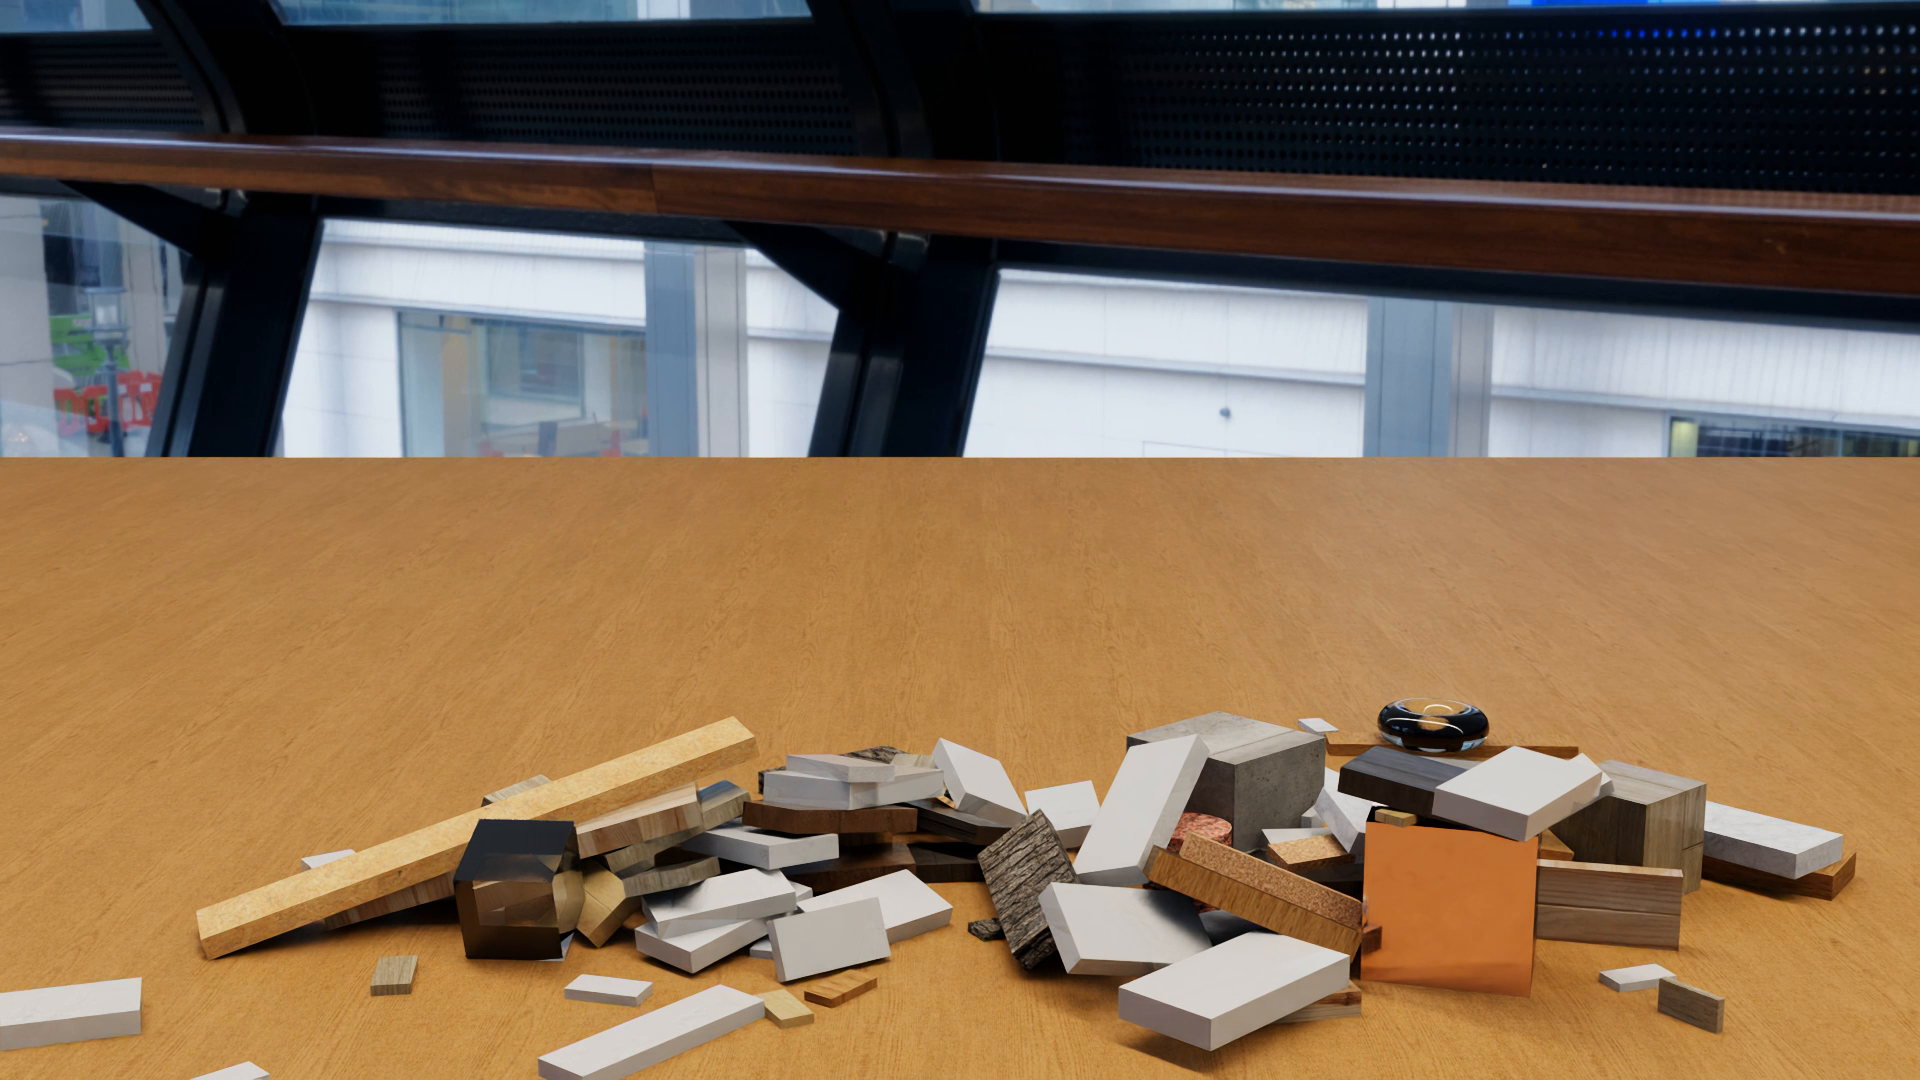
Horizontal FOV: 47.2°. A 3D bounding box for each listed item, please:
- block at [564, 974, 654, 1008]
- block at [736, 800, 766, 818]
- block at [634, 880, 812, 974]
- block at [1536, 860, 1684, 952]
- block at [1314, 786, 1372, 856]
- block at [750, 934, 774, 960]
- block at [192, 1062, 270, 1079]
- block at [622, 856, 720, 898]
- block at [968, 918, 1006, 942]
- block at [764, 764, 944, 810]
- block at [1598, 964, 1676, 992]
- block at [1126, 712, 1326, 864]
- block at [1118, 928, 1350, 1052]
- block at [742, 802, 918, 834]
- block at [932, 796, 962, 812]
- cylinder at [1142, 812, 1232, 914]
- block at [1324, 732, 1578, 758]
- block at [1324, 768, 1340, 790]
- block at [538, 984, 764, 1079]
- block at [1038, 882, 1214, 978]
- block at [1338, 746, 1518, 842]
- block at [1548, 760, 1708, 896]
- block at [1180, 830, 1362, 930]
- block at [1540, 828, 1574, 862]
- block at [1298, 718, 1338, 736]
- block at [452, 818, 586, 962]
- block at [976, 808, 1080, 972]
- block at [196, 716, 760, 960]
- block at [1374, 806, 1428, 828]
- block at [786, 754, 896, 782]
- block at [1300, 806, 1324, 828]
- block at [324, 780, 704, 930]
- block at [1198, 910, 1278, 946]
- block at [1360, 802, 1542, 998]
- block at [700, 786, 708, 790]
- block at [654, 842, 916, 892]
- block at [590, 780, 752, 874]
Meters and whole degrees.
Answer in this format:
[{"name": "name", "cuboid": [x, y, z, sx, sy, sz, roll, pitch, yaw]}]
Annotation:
[{"name": "block", "cuboid": [-0.516, 0.663, 3.234, 0.115, 0.016, 0.058, 3, 11, 16]}, {"name": "block", "cuboid": [-0.363, 0.491, 3.941, 0.117, 0.033, 0.234, -6, -2, -11]}, {"name": "block", "cuboid": [-0.365, 0.590, 3.423, 0.128, 0.036, 0.257, 12, 23, 40]}, {"name": "block", "cuboid": [0.996, 0.570, 3.446, 0.254, 0.121, 0.034, 3, 11, 14]}, {"name": "block", "cuboid": [0.737, 0.484, 3.608, 0.286, 0.041, 0.143, 14, 19, -21]}, {"name": "block", "cuboid": [-0.277, 0.623, 3.453, 0.051, 0.015, 0.162, 3, 11, 15]}, {"name": "block", "cuboid": [-0.980, 0.723, 2.910, 0.115, 0.016, 0.058, -10, 15, -44]}, {"name": "block", "cuboid": [-0.451, 0.527, 3.451, 0.101, 0.029, 0.202, -12, -5, 7]}, {"name": "block", "cuboid": [0.071, 0.615, 3.495, 0.105, 0.015, 0.053, -6, 12, -27]}, {"name": "block", "cuboid": [-0.176, 0.416, 3.737, 0.162, 0.046, 0.340, 3, -1, 26]}, {"name": "block", "cuboid": [1.012, 0.654, 3.284, 0.101, 0.014, 0.050, -4, 11, -19]}, {"name": "block", "cuboid": [0.452, 0.452, 3.760, 0.239, 0.239, 0.239, -10, 14, -42]}, {"name": "block", "cuboid": [0.391, 0.632, 3.112, 0.162, 0.046, 0.323, 10, 15, 43]}, {"name": "block", "cuboid": [-0.213, 0.456, 3.623, 0.265, 0.038, 0.133, 6, -3, -44]}, {"name": "block", "cuboid": [-0.007, 0.498, 3.918, 0.103, 0.051, 0.015, 30, 35, 19]}, {"name": "cylinder", "cuboid": [0.370, 0.534, 3.582, 0.142, 0.142, 0.142, 0, 11, 0]}, {"name": "block", "cuboid": [1.005, 0.421, 4.511, 0.501, 0.025, 0.089, 0, 11, 2]}, {"name": "block", "cuboid": [0.690, 0.467, 4.260, 0.092, 0.026, 0.298, -5, 12, -26]}, {"name": "block", "cuboid": [-0.424, 0.690, 3.057, 0.092, 0.026, 0.339, 9, 14, 39]}, {"name": "block", "cuboid": [0.252, 0.579, 3.252, 0.266, 0.038, 0.133, 10, 41, -34]}, {"name": "block", "cuboid": [0.723, 0.376, 3.283, 0.280, 0.040, 0.140, 13, 16, 31]}, {"name": "block", "cuboid": [1.114, 0.493, 3.685, 0.184, 0.184, 0.184, -9, 14, -40]}, {"name": "block", "cuboid": [0.479, 0.523, 3.395, 0.280, 0.040, 0.140, 22, -4, 5]}, {"name": "block", "cuboid": [0.846, 0.477, 3.618, 0.311, 0.041, 0.143, 11, 20, -28]}, {"name": "block", "cuboid": [0.760, 0.398, 4.663, 0.050, 0.014, 0.100, -3, 11, -14]}, {"name": "block", "cuboid": [-0.679, 0.541, 3.403, 0.152, 0.152, 0.152, 1, 30, 5]}, {"name": "block", "cuboid": [0.117, 0.549, 3.503, 0.134, 0.038, 0.447, -37, 12, 1]}, {"name": "block", "cuboid": [-0.770, 0.473, 3.562, 0.912, 0.036, 0.128, -19, 18, -17]}, {"name": "block", "cuboid": [0.669, 0.405, 3.273, 0.101, 0.014, 0.050, -10, 14, -42]}, {"name": "block", "cuboid": [-0.199, 0.377, 3.641, 0.092, 0.026, 0.184, 4, -1, -38]}, {"name": "block", "cuboid": [0.592, 0.518, 3.702, 0.018, 0.129, 0.064, 6, 12, 27]}, {"name": "block", "cuboid": [-0.723, 0.499, 3.576, 0.613, 0.042, 0.149, -15, 17, -5]}, {"name": "block", "cuboid": [0.435, 0.615, 3.442, 0.241, 0.034, 0.121, -5, 12, -26]}, {"name": "block", "cuboid": [0.753, 0.523, 3.355, 0.247, 0.247, 0.247, 3, 11, 16]}, {"name": "block", "cuboid": [-0.571, 0.504, 3.883, 0.298, 0.042, 0.149, -11, 12, -7]}, {"name": "block", "cuboid": [-0.290, 0.551, 3.636, 0.422, 0.033, 0.117, -4, 11, -9]}, {"name": "block", "cuboid": [-0.477, 0.470, 3.620, 0.258, 0.031, 0.109, -23, 15, -23]}]
